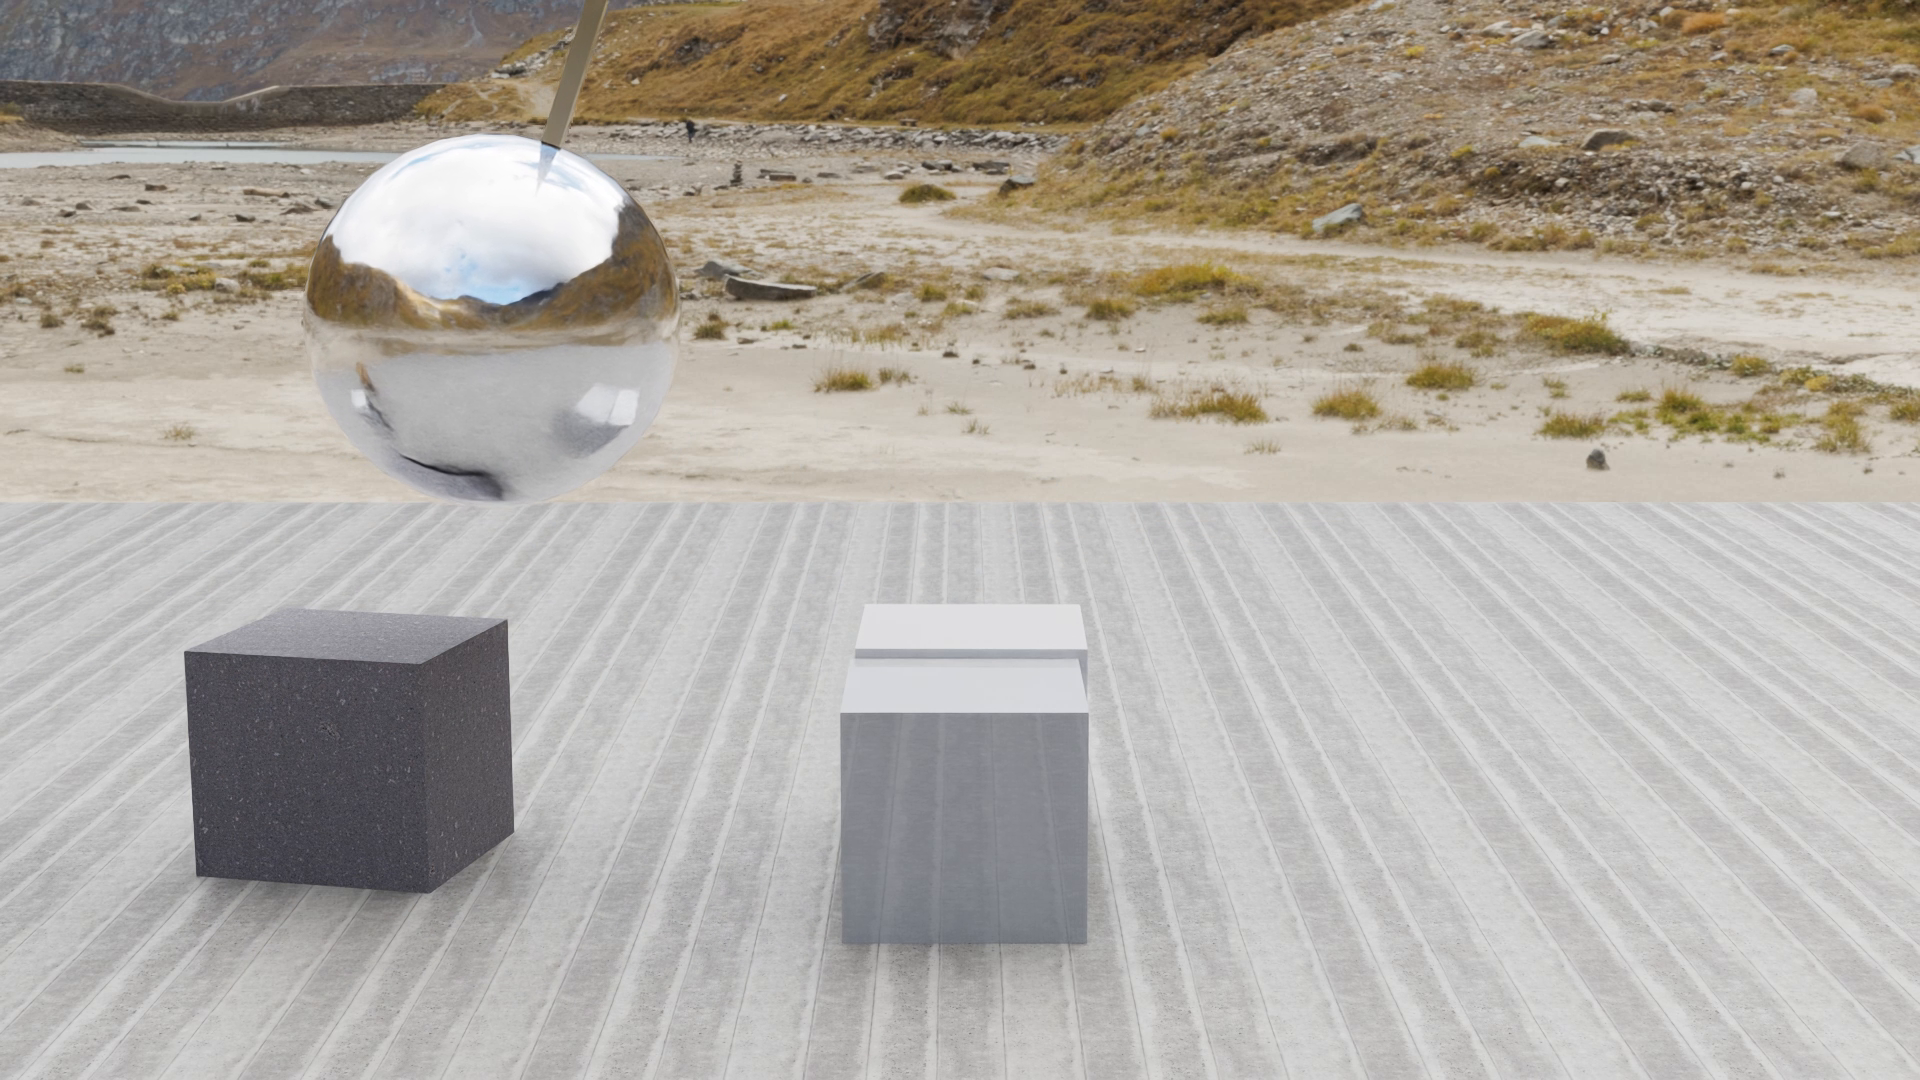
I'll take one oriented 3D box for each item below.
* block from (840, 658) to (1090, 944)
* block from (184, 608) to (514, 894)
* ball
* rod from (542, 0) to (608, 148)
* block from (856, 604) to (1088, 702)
[{"bbox_3d":[0.019,1.086,10.880,1.001,0.971,0.969,0,10,0],"label":"block"},{"bbox_3d":[-2.737,0.927,11.610,1.113,1.022,0.942,2,11,13],"label":"block"},{"bbox_3d":[-1.997,-0.937,11.010,1.600,1.600,1.600,0,10,0],"label":"ball"},{"bbox_3d":[-0.865,-4.092,10.436,0.080,5.200,0.080,19,10,-3],"label":"rod"},{"bbox_3d":[0.055,0.891,11.836,1.022,1.013,0.966,0,10,1],"label":"block"}]
